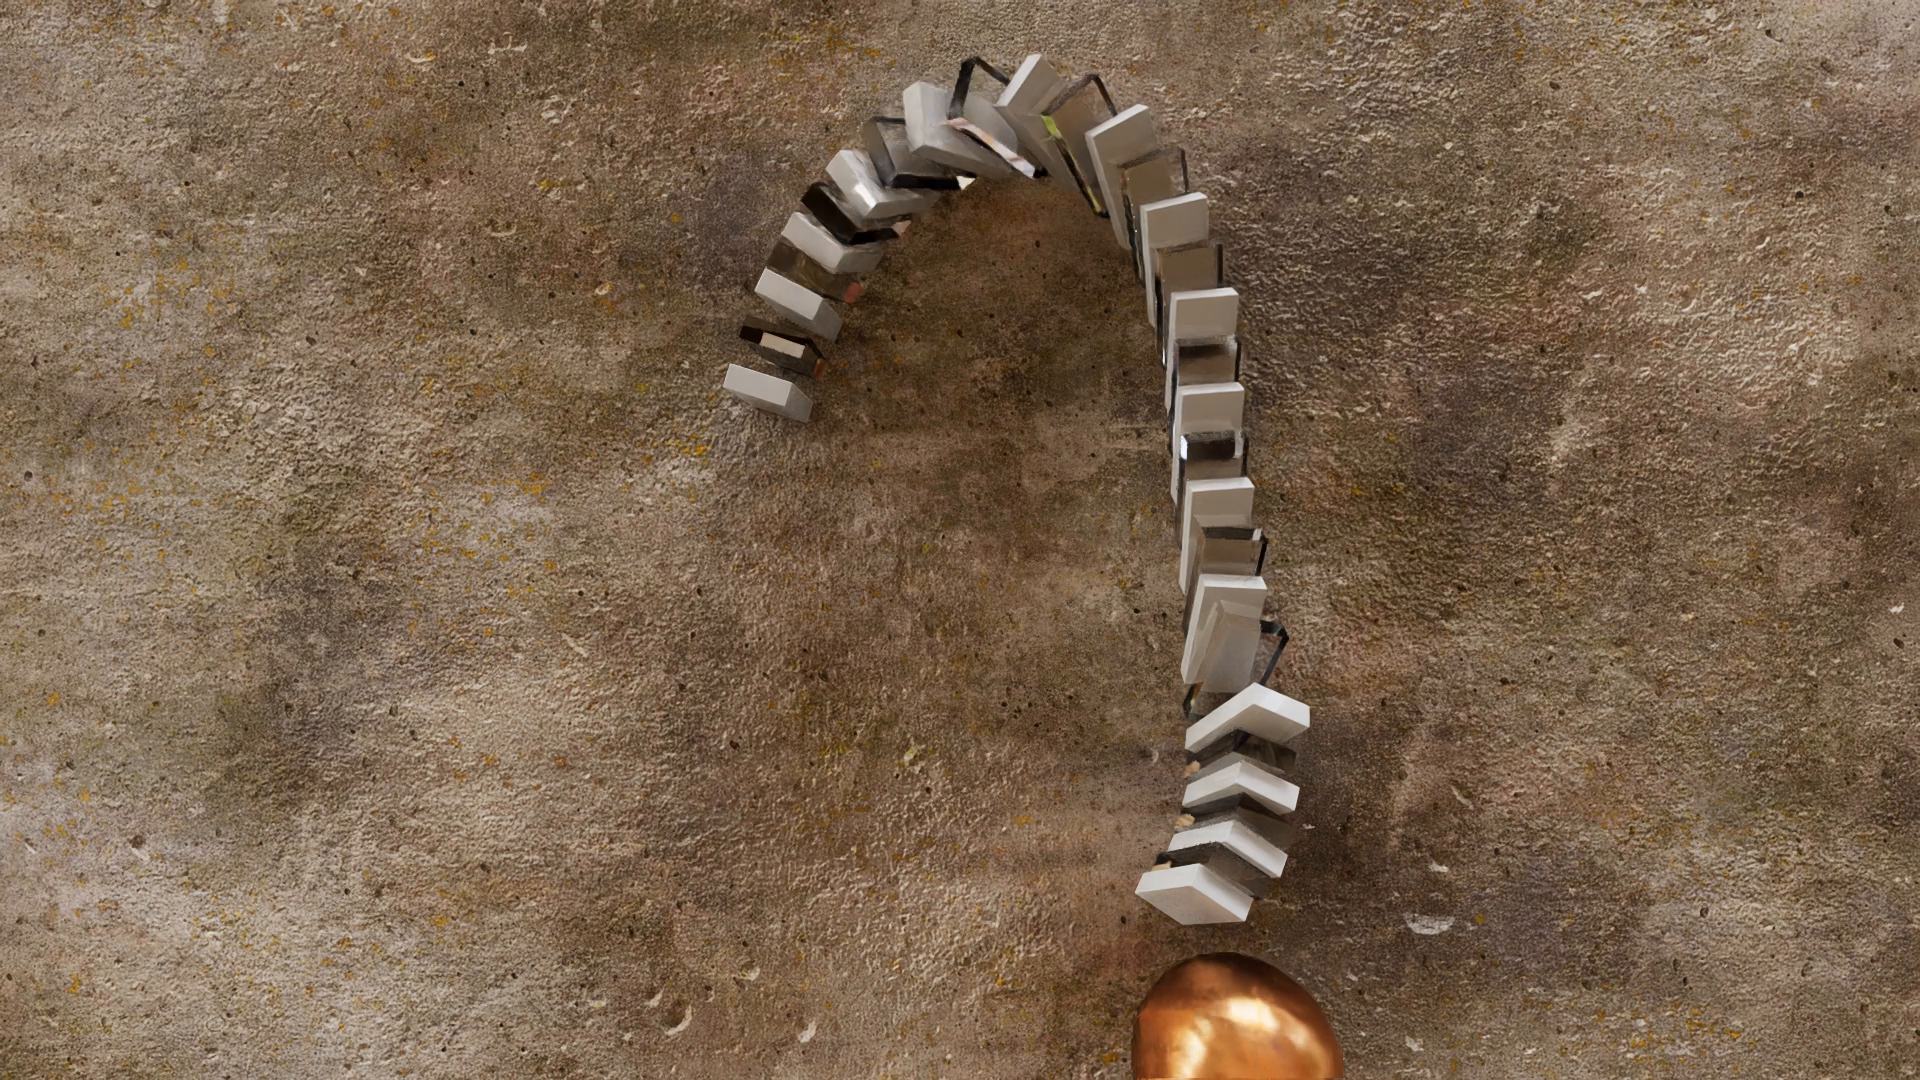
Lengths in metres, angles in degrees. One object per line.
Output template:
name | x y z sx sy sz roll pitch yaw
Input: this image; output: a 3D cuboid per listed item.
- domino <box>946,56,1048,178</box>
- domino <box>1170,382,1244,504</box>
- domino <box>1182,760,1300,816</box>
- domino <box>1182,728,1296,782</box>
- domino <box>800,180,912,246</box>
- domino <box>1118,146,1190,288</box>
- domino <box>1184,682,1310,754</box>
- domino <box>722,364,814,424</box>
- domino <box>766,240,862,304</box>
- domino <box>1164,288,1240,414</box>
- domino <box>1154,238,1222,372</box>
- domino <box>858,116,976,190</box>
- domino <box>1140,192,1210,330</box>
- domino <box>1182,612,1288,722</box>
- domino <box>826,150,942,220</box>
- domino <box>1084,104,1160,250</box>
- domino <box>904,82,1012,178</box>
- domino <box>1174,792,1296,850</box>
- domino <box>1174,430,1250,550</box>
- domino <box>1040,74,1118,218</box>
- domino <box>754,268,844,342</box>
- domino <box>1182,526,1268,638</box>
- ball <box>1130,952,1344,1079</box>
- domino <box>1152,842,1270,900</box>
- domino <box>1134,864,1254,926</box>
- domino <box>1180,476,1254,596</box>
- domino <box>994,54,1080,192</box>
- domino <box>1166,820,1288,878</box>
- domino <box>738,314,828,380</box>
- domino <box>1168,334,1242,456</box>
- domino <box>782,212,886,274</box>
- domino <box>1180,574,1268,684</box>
domino | 0.019 -0.174 0.380 0.050 0.010 0.025 16 89 -40
domino | 0.103 -0.040 0.383 0.025 0.010 0.050 -4 120 0
domino | 0.114 0.105 0.376 0.025 0.050 0.009 25 62 0
domino | 0.114 0.093 0.376 0.025 0.050 0.009 21 62 0
domino | -0.041 -0.135 0.376 0.025 0.050 0.009 46 121 0
domino | 0.083 -0.134 0.382 0.025 0.010 0.050 -18 124 0
domino | 0.117 0.077 0.376 0.025 0.050 0.010 23 52 -7
domino | -0.077 -0.059 0.375 0.025 0.050 0.010 17 90 0
domino | -0.058 -0.108 0.375 0.025 0.050 0.010 32 103 0
domino | 0.100 -0.078 0.383 0.025 0.009 0.050 -4 122 0
domino | 0.096 -0.097 0.383 0.025 0.010 0.050 -10 122 0
domino | -0.016 -0.159 0.378 0.010 0.050 0.025 -23 90 43
domino | 0.090 -0.116 0.382 0.025 0.009 0.050 -13 123 0
domino | 0.114 0.055 0.382 0.025 0.010 0.050 12 120 -6
domino | -0.030 -0.147 0.377 0.010 0.050 0.025 -36 90 38
domino | 0.072 -0.150 0.382 0.025 0.009 0.050 -28 125 0
domino | 0.000 -0.169 0.379 0.050 0.010 0.025 -5 89 -43
domino | 0.112 0.118 0.376 0.025 0.050 0.010 34 62 0
domino | 0.105 -0.021 0.383 0.025 0.010 0.050 -4 120 0
domino | 0.057 -0.163 0.381 0.025 0.010 0.050 -41 126 0
domino | -0.065 -0.095 0.375 0.025 0.050 0.009 27 94 0
domino | 0.110 0.019 0.383 0.025 0.009 0.050 2 120 0
ball | 0.108 0.206 0.360 0.080 0.080 0.080 0 90 0
domino | 0.101 0.137 0.376 0.025 0.050 0.009 34 62 0
domino | 0.095 0.146 0.376 0.025 0.050 0.010 34 62 0
domino | 0.107 -0.001 0.384 0.025 0.010 0.050 -4 120 0
domino | 0.039 -0.172 0.381 0.050 0.010 0.025 35 90 -38
domino | 0.108 0.129 0.376 0.025 0.050 0.010 34 62 0
domino | -0.071 -0.078 0.375 0.025 0.050 0.009 19 90 0
domino | 0.102 -0.059 0.383 0.025 0.010 0.050 -4 121 0
domino | -0.050 -0.122 0.375 0.025 0.050 0.010 38 113 0
domino | 0.110 0.038 0.383 0.025 0.009 0.050 3 120 0
